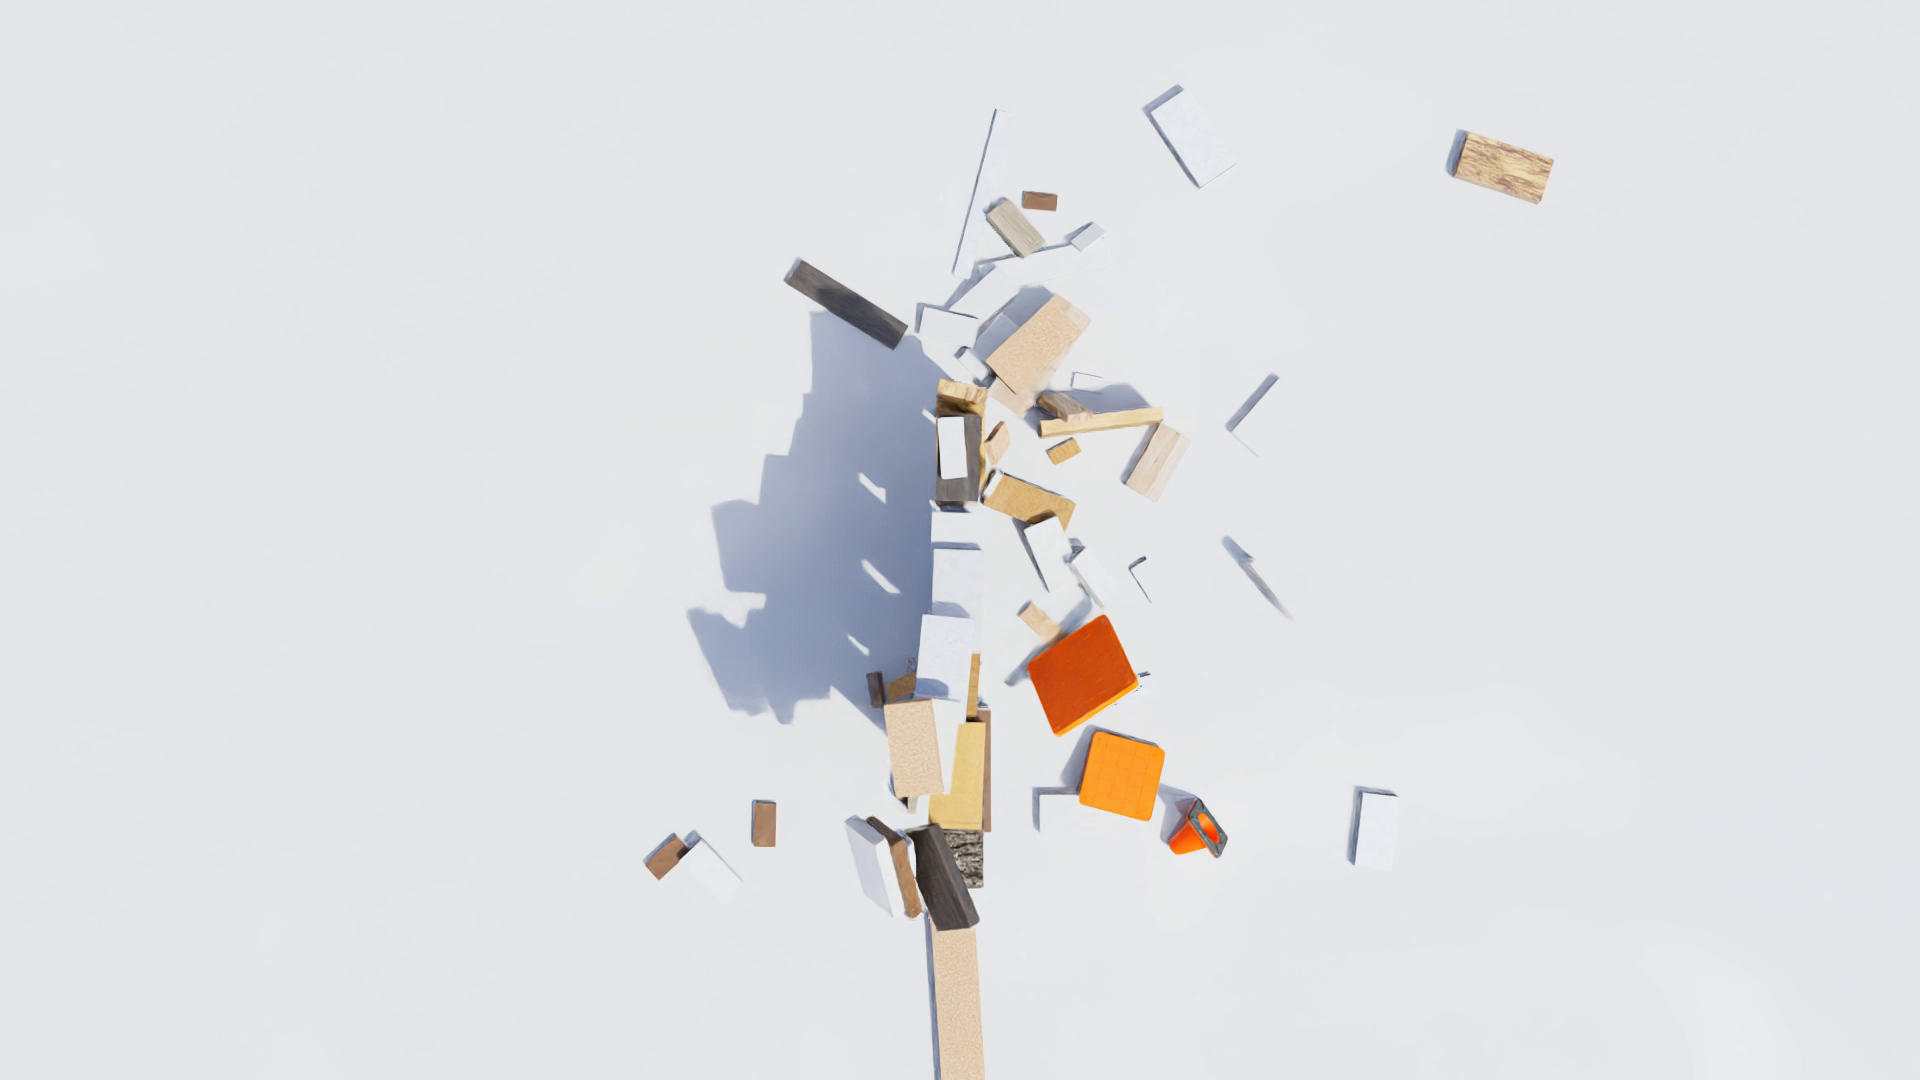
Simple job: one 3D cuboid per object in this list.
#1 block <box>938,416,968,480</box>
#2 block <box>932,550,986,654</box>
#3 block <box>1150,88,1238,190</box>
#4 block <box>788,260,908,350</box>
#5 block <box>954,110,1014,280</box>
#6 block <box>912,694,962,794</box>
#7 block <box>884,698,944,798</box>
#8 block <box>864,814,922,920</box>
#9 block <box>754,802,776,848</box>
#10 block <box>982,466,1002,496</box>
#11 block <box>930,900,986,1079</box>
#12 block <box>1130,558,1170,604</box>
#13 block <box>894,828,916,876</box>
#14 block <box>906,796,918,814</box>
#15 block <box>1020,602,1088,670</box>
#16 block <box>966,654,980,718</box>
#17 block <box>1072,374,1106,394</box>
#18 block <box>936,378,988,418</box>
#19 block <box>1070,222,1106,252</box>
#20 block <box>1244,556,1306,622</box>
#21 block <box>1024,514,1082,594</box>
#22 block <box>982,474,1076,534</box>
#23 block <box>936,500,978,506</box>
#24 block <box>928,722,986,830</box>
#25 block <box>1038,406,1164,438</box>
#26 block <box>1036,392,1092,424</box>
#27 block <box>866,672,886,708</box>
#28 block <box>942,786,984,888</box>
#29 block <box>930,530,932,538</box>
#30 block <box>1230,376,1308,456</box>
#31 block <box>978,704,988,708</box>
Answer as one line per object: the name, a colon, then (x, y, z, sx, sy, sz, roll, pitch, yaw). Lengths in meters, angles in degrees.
block: (-0.022, -0.271, 4.850, 0.075, 0.021, 0.178, -4, 90, 0)
block: (-0.006, 0.178, 4.775, 0.149, 0.042, 0.297, 2, 75, 1)
block: (0.775, -1.333, 5.478, 0.148, 0.042, 0.296, -34, 90, 0)
block: (-0.372, -0.780, 5.486, 0.417, 0.027, 0.095, 32, 90, 0)
block: (0.078, -1.148, 5.492, 0.054, 0.015, 0.569, 15, 90, 0)
block: (-0.078, 0.570, 4.616, 0.132, 0.037, 0.264, 7, 97, 6)
block: (-0.128, 0.578, 4.585, 0.132, 0.037, 0.264, -7, 95, 8)
block: (-0.191, 0.926, 4.663, 0.041, 0.145, 0.290, -31, 128, -27)
block: (-0.648, 0.949, 5.490, 0.072, 0.020, 0.143, 1, 90, 0)
block: (0.097, -0.180, 5.036, 0.021, 0.150, 0.075, 31, 98, -7)
block: (-0.006, 1.518, 5.479, 0.145, 0.041, 0.633, -4, 90, 0)
block: (0.633, 0.138, 5.490, 0.068, 0.019, 0.137, -33, 90, 0)
block: (-0.156, 0.880, 4.635, 0.020, 0.143, 0.072, -29, 47, -29)
block: (-0.125, 0.660, 5.449, 0.028, 0.100, 0.480, 9, 90, -1)
block: (0.312, 0.322, 5.490, 0.258, 0.019, 0.068, 45, 91, 0)
block: (-0.017, 0.360, 4.769, 0.149, 0.042, 0.297, 4, 72, 1)
block: (0.428, -0.521, 5.493, 0.102, 0.014, 0.051, 12, 90, 0)
block: (0.007, -0.428, 5.003, 0.148, 0.297, 0.042, 15, 87, 0)
block: (0.426, -1.002, 5.471, 0.109, 0.015, 0.054, -40, 67, -13)
block: (1.036, 0.163, 5.439, 0.035, 0.123, 0.246, -39, 90, 0)
block: (0.312, 0.049, 5.461, 0.119, 0.034, 0.238, -22, 97, 7)
block: (0.232, -0.119, 5.483, 0.287, 0.034, 0.119, 22, 90, 0)
block: (-0.010, -0.140, 5.057, 0.127, 0.318, 0.036, 1, 85, 0)
block: (-0.009, 0.670, 4.690, 0.150, 0.043, 0.301, 2, 76, 1)
block: (0.462, -0.387, 5.426, 0.398, 0.148, 0.042, -7, 89, 0)
block: (0.340, -0.432, 5.373, 0.095, 0.191, 0.027, -11, 118, -26)
block: (-0.278, 0.500, 5.473, 0.017, 0.059, 0.117, -9, 90, -42)
block: (-0.008, 0.843, 4.728, 0.150, 0.043, 0.301, 0, 90, 0)
block: (-0.002, -0.023, 5.049, 0.167, 0.334, 0.047, 2, 89, 0)
block: (1.028, -0.409, 5.483, 0.123, 0.035, 0.246, 41, 90, 0)
block: (0.000, 0.541, 4.976, 0.176, 0.353, 0.050, -3, 91, 0)
